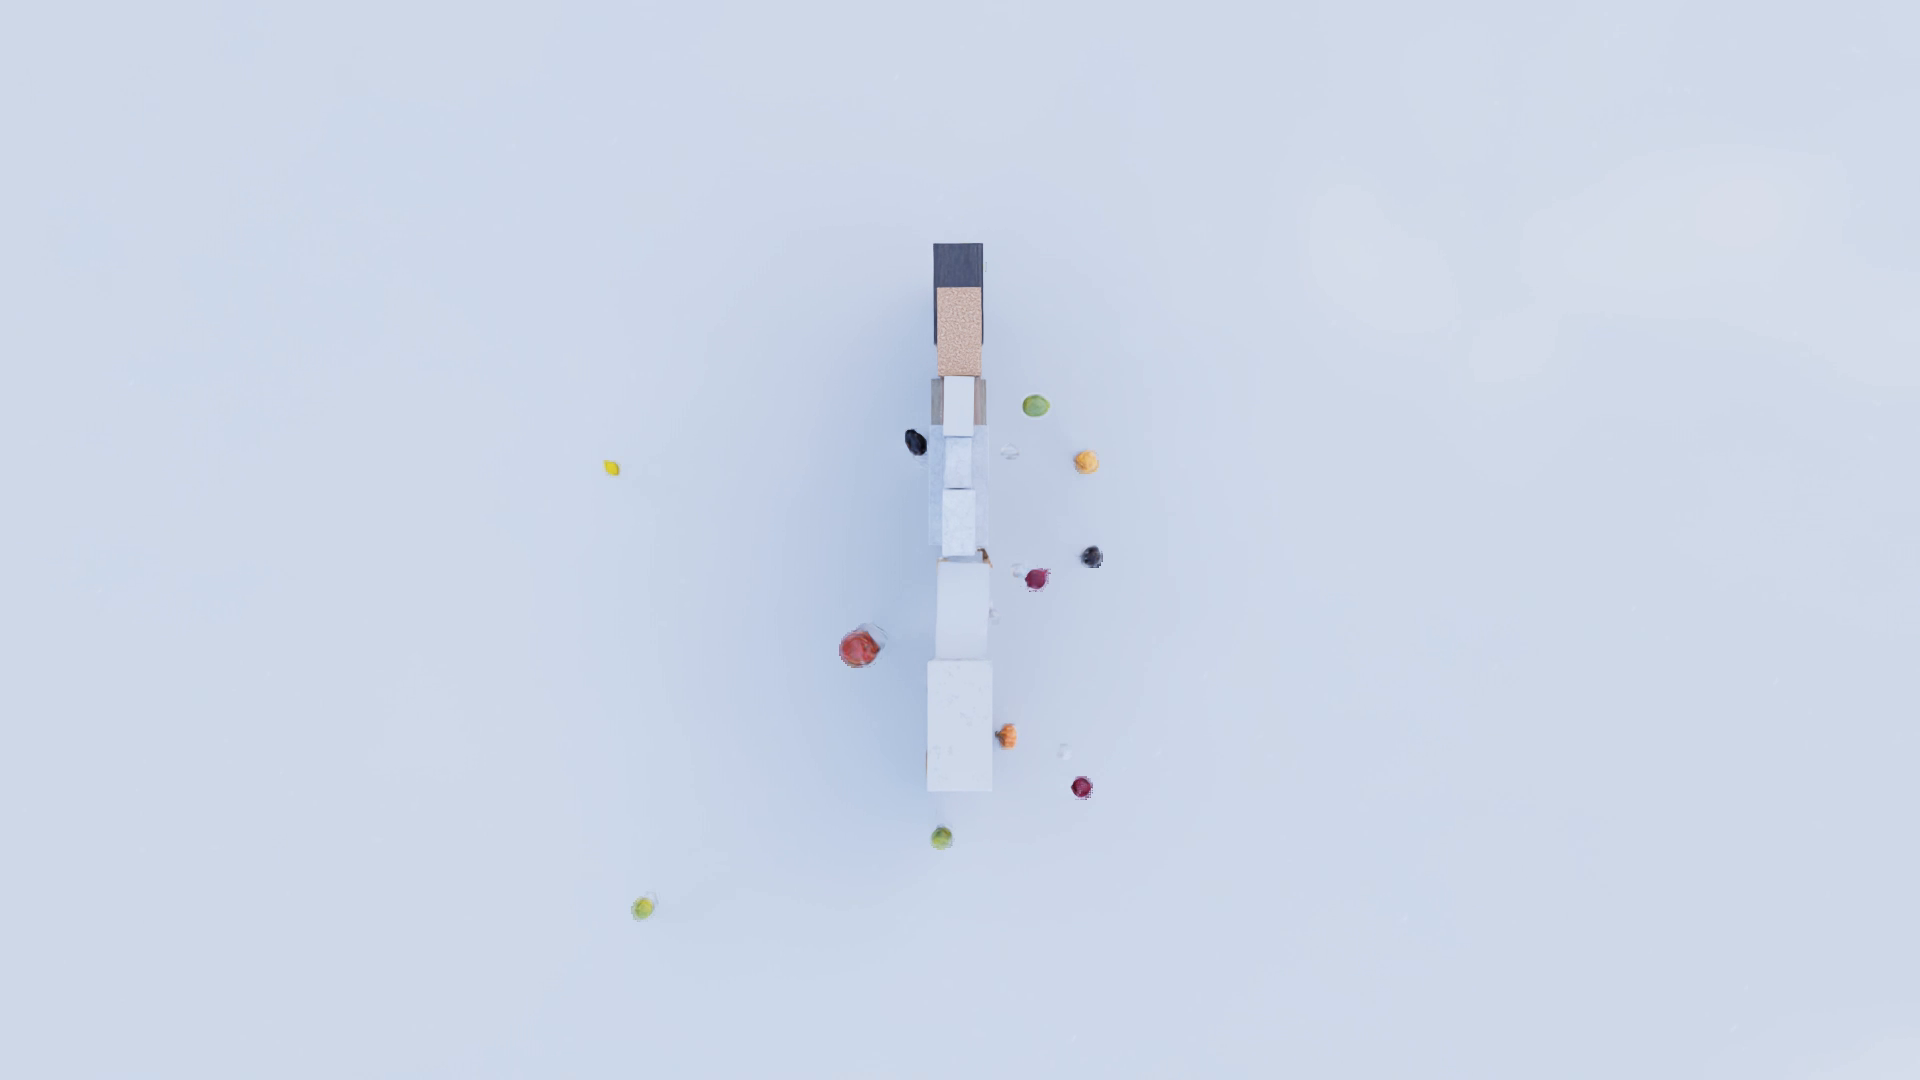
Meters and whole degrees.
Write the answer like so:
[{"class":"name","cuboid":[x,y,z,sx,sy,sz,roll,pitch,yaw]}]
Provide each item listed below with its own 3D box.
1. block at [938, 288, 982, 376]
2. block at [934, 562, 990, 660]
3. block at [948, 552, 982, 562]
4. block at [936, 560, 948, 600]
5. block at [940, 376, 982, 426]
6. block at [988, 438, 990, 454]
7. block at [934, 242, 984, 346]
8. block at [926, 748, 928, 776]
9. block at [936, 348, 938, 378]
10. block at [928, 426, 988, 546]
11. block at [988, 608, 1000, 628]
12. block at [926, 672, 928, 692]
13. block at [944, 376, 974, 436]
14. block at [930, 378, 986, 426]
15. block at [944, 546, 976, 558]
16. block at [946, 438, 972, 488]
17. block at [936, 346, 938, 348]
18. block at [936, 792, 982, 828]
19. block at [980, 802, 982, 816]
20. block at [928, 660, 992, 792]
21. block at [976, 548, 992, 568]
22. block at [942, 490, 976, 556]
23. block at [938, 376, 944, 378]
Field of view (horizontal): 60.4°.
[{"class":"block","cuboid":[-0.001,-0.576,4.574,0.122,0.034,0.243,0,90,0]},{"class":"block","cuboid":[0.006,0.207,4.622,0.144,0.041,0.288,2,90,0]},{"class":"block","cuboid":[0.015,0.137,4.944,0.102,0.029,0.203,0,89,0]},{"class":"block","cuboid":[-0.001,0.208,5.186,0.147,0.042,0.293,0,90,0]},{"class":"block","cuboid":[0.002,-0.453,4.853,0.119,0.034,0.238,0,90,0]},{"class":"block","cuboid":[-0.002,-0.272,4.936,0.172,0.344,0.049,1,90,0]},{"class":"block","cuboid":[-0.005,-0.723,4.855,0.147,0.042,0.294,0,90,0]},{"class":"block","cuboid":[-0.007,0.632,4.789,0.179,0.409,0.051,-1,89,0]},{"class":"block","cuboid":[-0.004,-0.648,5.191,0.144,0.041,0.289,0,90,0]},{"class":"block","cuboid":[-0.003,-0.156,4.739,0.172,0.049,0.344,0,90,0]},{"class":"block","cuboid":[0.066,0.234,5.062,0.102,0.203,0.029,8,95,-2]},{"class":"block","cuboid":[-0.003,0.396,4.764,0.179,0.358,0.051,0,90,0]},{"class":"block","cuboid":[-0.003,-0.368,4.541,0.081,0.023,0.163,1,90,0]},{"class":"block","cuboid":[-0.004,-0.327,5.132,0.172,0.049,0.344,0,90,0]},{"class":"block","cuboid":[0.000,-0.047,5.279,0.103,0.029,0.206,0,90,0]},{"class":"block","cuboid":[-0.004,-0.212,4.566,0.070,0.020,0.140,0,90,0]},{"class":"block","cuboid":[-0.004,-0.626,5.023,0.147,0.294,0.042,0,90,0]},{"class":"block","cuboid":[-0.008,0.732,5.012,0.136,0.039,0.272,-2,89,0]},{"class":"block","cuboid":[-0.003,0.826,5.266,0.136,0.468,0.039,0,90,0]},{"class":"block","cuboid":[0.000,0.511,4.559,0.179,0.051,0.358,0,90,0]},{"class":"block","cuboid":[0.040,0.070,5.062,0.102,0.203,0.029,-21,99,0]},{"class":"block","cuboid":[-0.003,-0.047,4.523,0.090,0.025,0.179,1,90,0]},{"class":"block","cuboid":[-0.002,-0.495,4.714,0.122,0.245,0.034,0,90,0]}]
